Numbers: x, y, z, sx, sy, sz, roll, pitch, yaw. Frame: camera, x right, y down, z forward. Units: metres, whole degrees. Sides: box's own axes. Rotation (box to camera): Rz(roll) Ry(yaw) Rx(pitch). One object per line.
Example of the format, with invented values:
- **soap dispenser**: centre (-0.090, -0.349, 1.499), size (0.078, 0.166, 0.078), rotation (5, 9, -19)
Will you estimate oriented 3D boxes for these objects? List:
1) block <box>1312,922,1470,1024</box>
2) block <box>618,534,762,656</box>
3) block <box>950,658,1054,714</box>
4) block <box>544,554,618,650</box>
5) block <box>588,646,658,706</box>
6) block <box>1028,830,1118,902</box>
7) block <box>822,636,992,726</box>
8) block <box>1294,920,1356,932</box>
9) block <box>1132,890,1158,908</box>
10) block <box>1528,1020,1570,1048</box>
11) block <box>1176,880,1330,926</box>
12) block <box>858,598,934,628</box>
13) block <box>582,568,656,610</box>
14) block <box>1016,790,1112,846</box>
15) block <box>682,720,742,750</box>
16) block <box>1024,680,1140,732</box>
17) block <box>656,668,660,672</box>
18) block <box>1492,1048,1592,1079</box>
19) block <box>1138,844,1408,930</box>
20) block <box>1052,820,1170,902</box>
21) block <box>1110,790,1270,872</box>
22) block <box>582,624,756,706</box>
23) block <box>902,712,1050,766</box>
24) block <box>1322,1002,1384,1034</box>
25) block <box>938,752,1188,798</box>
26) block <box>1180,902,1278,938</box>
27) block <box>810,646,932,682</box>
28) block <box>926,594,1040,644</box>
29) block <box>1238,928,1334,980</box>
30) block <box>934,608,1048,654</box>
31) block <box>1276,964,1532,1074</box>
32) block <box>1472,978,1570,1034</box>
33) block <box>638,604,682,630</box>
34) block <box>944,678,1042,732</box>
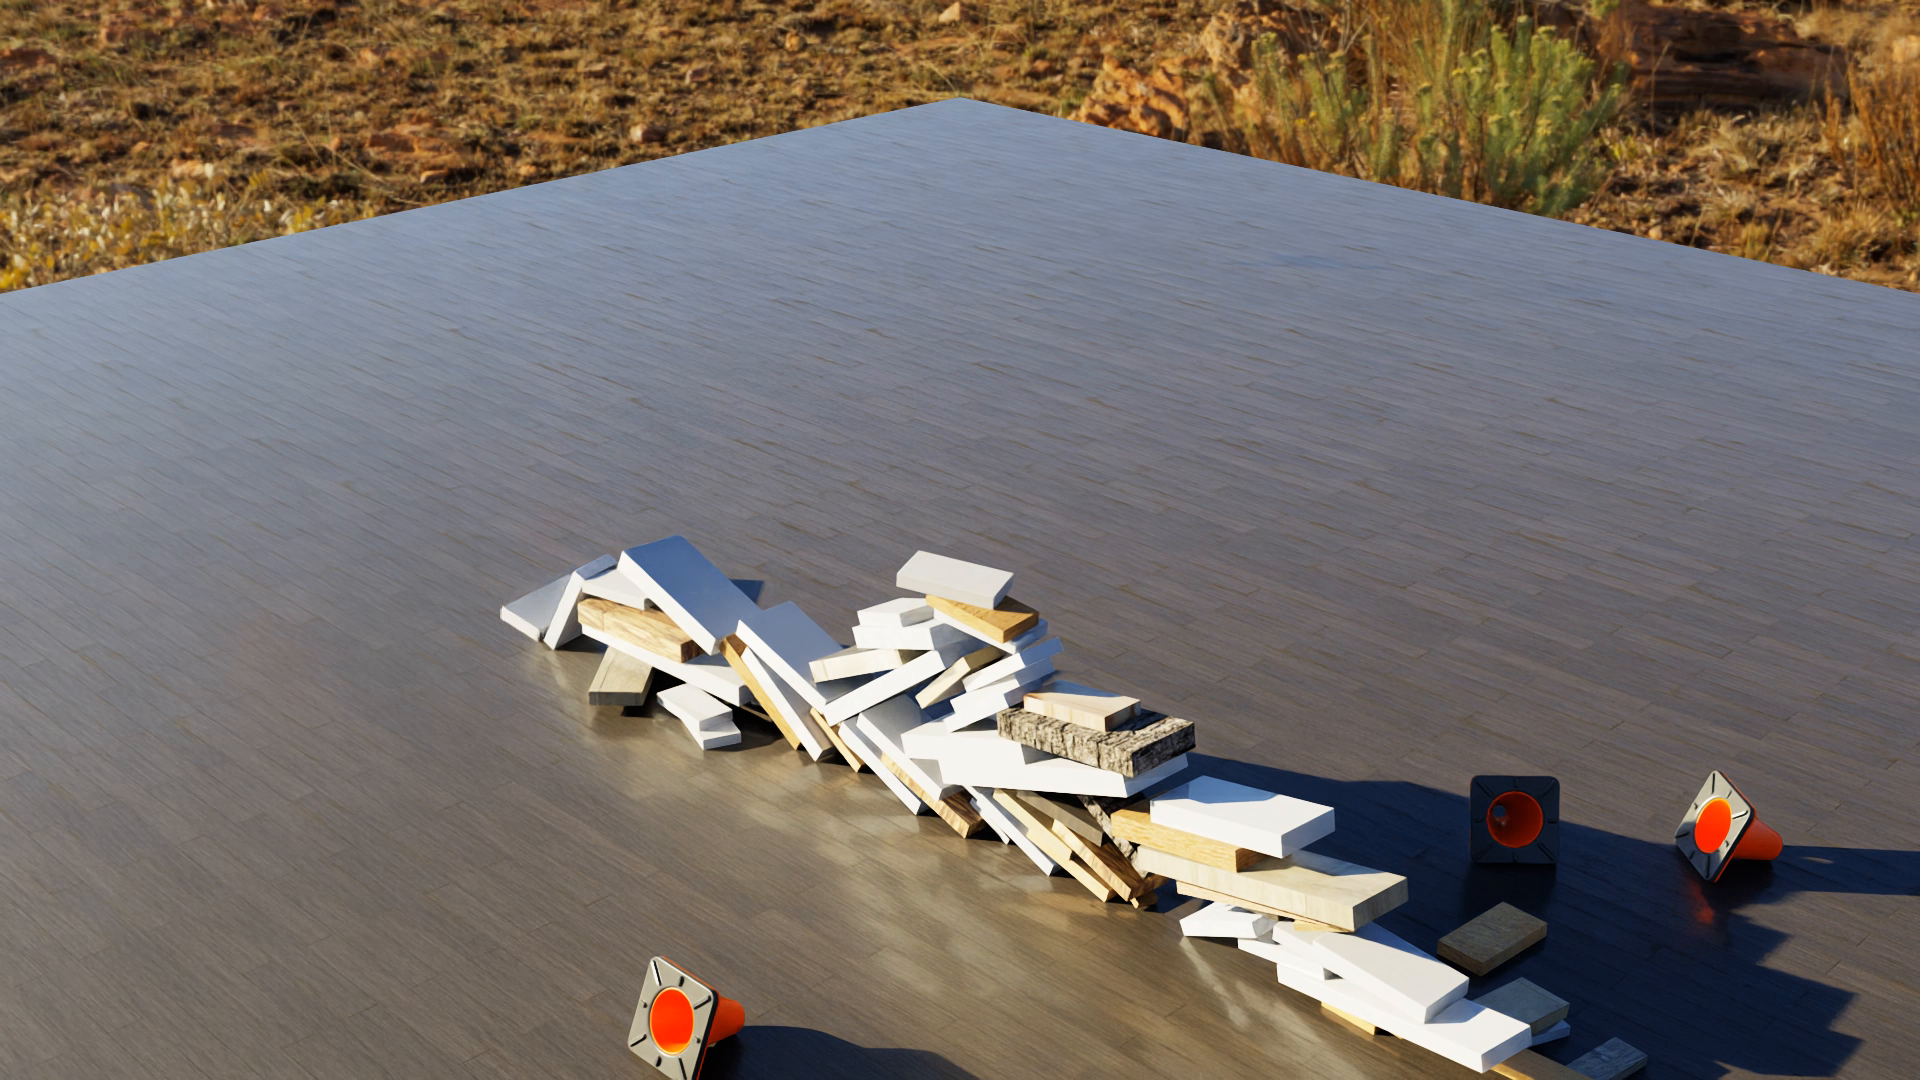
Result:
- **block**: centre (0.725, 0.721, 3.711), size (0.118, 0.034, 0.237), rotation (-22, 35, -37)
- **block**: centre (-0.593, 0.119, 4.914), size (0.167, 0.047, 0.334), rotation (-19, 49, -44)
- **block**: centre (0.082, 0.282, 4.261), size (0.101, 0.029, 0.202), rotation (-20, -6, -42)
- **block**: centre (-0.886, 0.144, 5.135), size (0.033, 0.236, 0.118), rotation (40, 37, 14)
- **block**: centre (-0.739, 0.202, 5.180), size (0.118, 0.033, 0.753), rotation (1, 23, 3)
- **block**: centre (0.241, 0.602, 4.229), size (0.105, 0.030, 0.211), rotation (-22, 47, -41)
- **block**: centre (-0.103, 0.279, 4.458), size (0.153, 0.043, 0.444), rotation (-19, -7, -39)
- **block**: centre (0.633, 0.657, 3.790), size (0.105, 0.014, 0.049), rotation (-4, 16, 24)
- **block**: centre (0.330, 0.650, 4.157), size (0.049, 0.014, 0.097), rotation (-8, 47, -32)
- **block**: centre (0.968, 0.837, 3.763), size (0.133, 0.019, 0.067), rotation (-10, 25, -21)
- **block**: centre (0.546, 0.625, 3.903), size (0.098, 0.028, 0.347), rotation (-17, 14, -40)
- **block**: centre (-0.118, 0.146, 4.419), size (0.101, 0.029, 0.202), rotation (-17, 7, -25)
- **block**: centre (-0.760, 0.111, 5.008), size (0.183, 0.026, 0.091), rotation (14, 26, 30)
- **block**: centre (0.225, 0.505, 4.199), size (0.217, 0.031, 0.108), rotation (27, 34, 37)
- **block**: centre (-0.545, 0.401, 4.785), size (0.086, 0.024, 0.171), rotation (-10, 25, -22)
- **block**: centre (0.228, 0.309, 4.117), size (0.203, 0.029, 0.101), rotation (12, 24, 44)
- **block**: centre (-0.723, 0.255, 5.128), size (0.086, 0.024, 0.171), rotation (-20, 30, -38)
- **block**: centre (0.928, 0.869, 3.646), size (0.504, 0.019, 0.067), rotation (21, 30, 33)
- **block**: centre (0.543, 0.586, 3.872), size (0.149, 0.042, 0.489), rotation (-17, 17, -39)
- **block**: centre (0.287, 0.586, 4.161), size (0.108, 0.031, 0.217), rotation (-17, 44, -37)
- **block**: centre (0.434, 0.525, 3.984), size (0.149, 0.042, 0.299), rotation (-17, 18, -40)
- **block**: centre (-0.620, 0.243, 4.981), size (0.535, 0.047, 0.167), rotation (20, 30, 38)
- **block**: centre (0.063, 0.384, 4.329), size (0.171, 0.049, 0.343), rotation (-20, 12, -41)
- **block**: centre (0.692, 0.815, 3.818), size (0.058, 0.016, 0.115), rotation (-19, 29, -37)
- **block**: centre (0.190, 0.426, 4.204), size (0.171, 0.049, 0.499), rotation (-20, 12, -41)
- **block**: centre (0.503, 0.686, 3.989), size (0.102, 0.029, 0.203), rotation (-20, 4, -33)
- **block**: centre (-0.160, 0.236, 4.550), size (0.153, 0.043, 0.305), rotation (-19, 4, -40)
- **block**: centre (0.042, 0.130, 4.211), size (0.202, 0.029, 0.101), rotation (26, 38, 36)
- **block**: centre (0.601, 0.719, 3.895), size (0.102, 0.029, 0.203), rotation (-20, 20, -35)
- **block**: centre (0.059, 0.153, 4.228), size (0.200, 0.028, 0.100), rotation (23, 36, 33)
- **block**: centre (0.742, 0.783, 3.717), size (0.118, 0.034, 0.469), rotation (-19, 19, -32)
- **block**: centre (0.940, 0.805, 3.745), size (0.196, 0.028, 0.098), rotation (-11, 27, -41)
- **block**: centre (-0.630, 0.163, 4.954), size (0.183, 0.026, 0.091), rotation (18, 28, 35)
- **block**: centre (0.066, 0.322, 4.279), size (0.100, 0.028, 0.201), rotation (-20, -6, -40)
